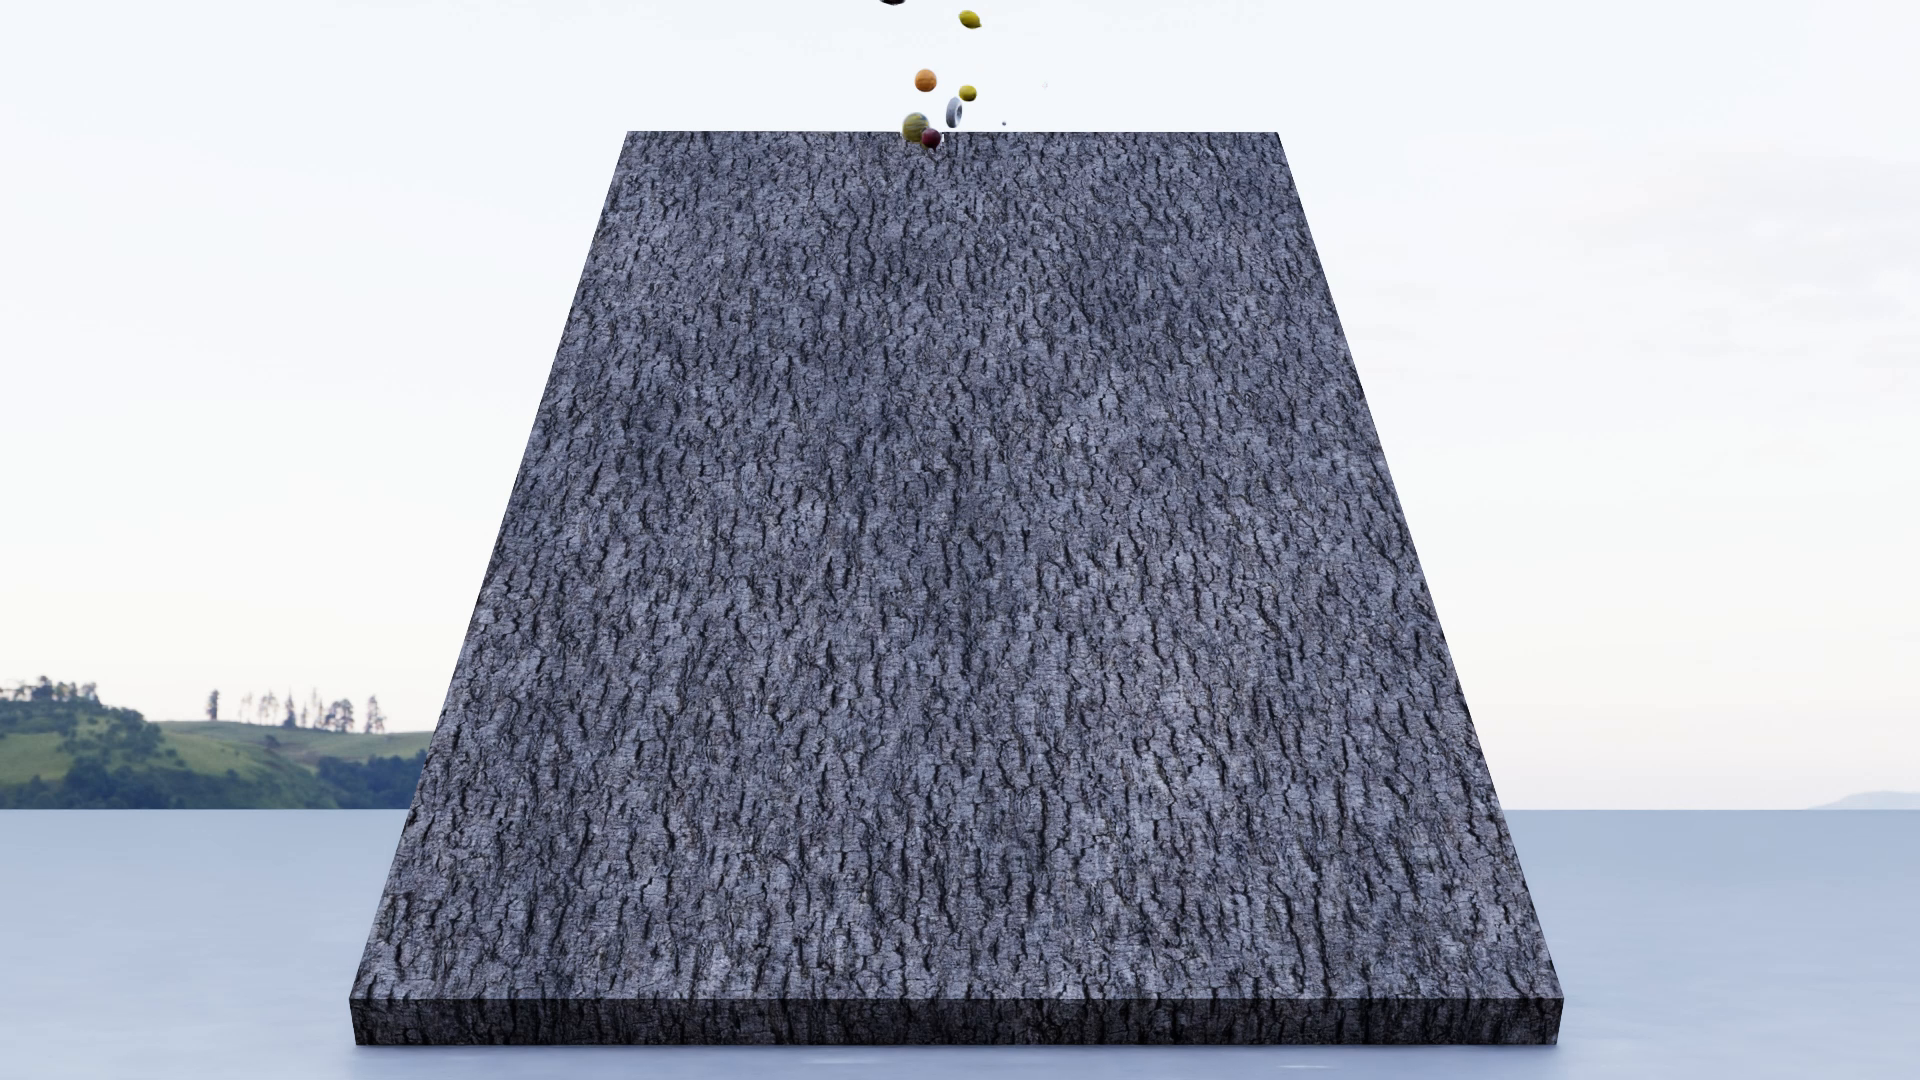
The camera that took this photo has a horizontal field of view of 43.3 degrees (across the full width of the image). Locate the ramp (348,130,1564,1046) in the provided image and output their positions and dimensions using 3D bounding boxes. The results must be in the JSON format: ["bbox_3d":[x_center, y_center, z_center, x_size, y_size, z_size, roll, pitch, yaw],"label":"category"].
[{"bbox_3d":[-0.013,-0.208,5.732,2.000,0.100,4.000,0,30,0],"label":"ramp"}]

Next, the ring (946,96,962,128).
[{"bbox_3d":[-0.018,-1.288,7.291,0.033,0.098,0.098,11,-3,16],"label":"ring"}]

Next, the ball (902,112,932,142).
[{"bbox_3d":[-0.133,-1.253,7.338,0.091,0.091,0.091,0,-6,0],"label":"ball"}]
